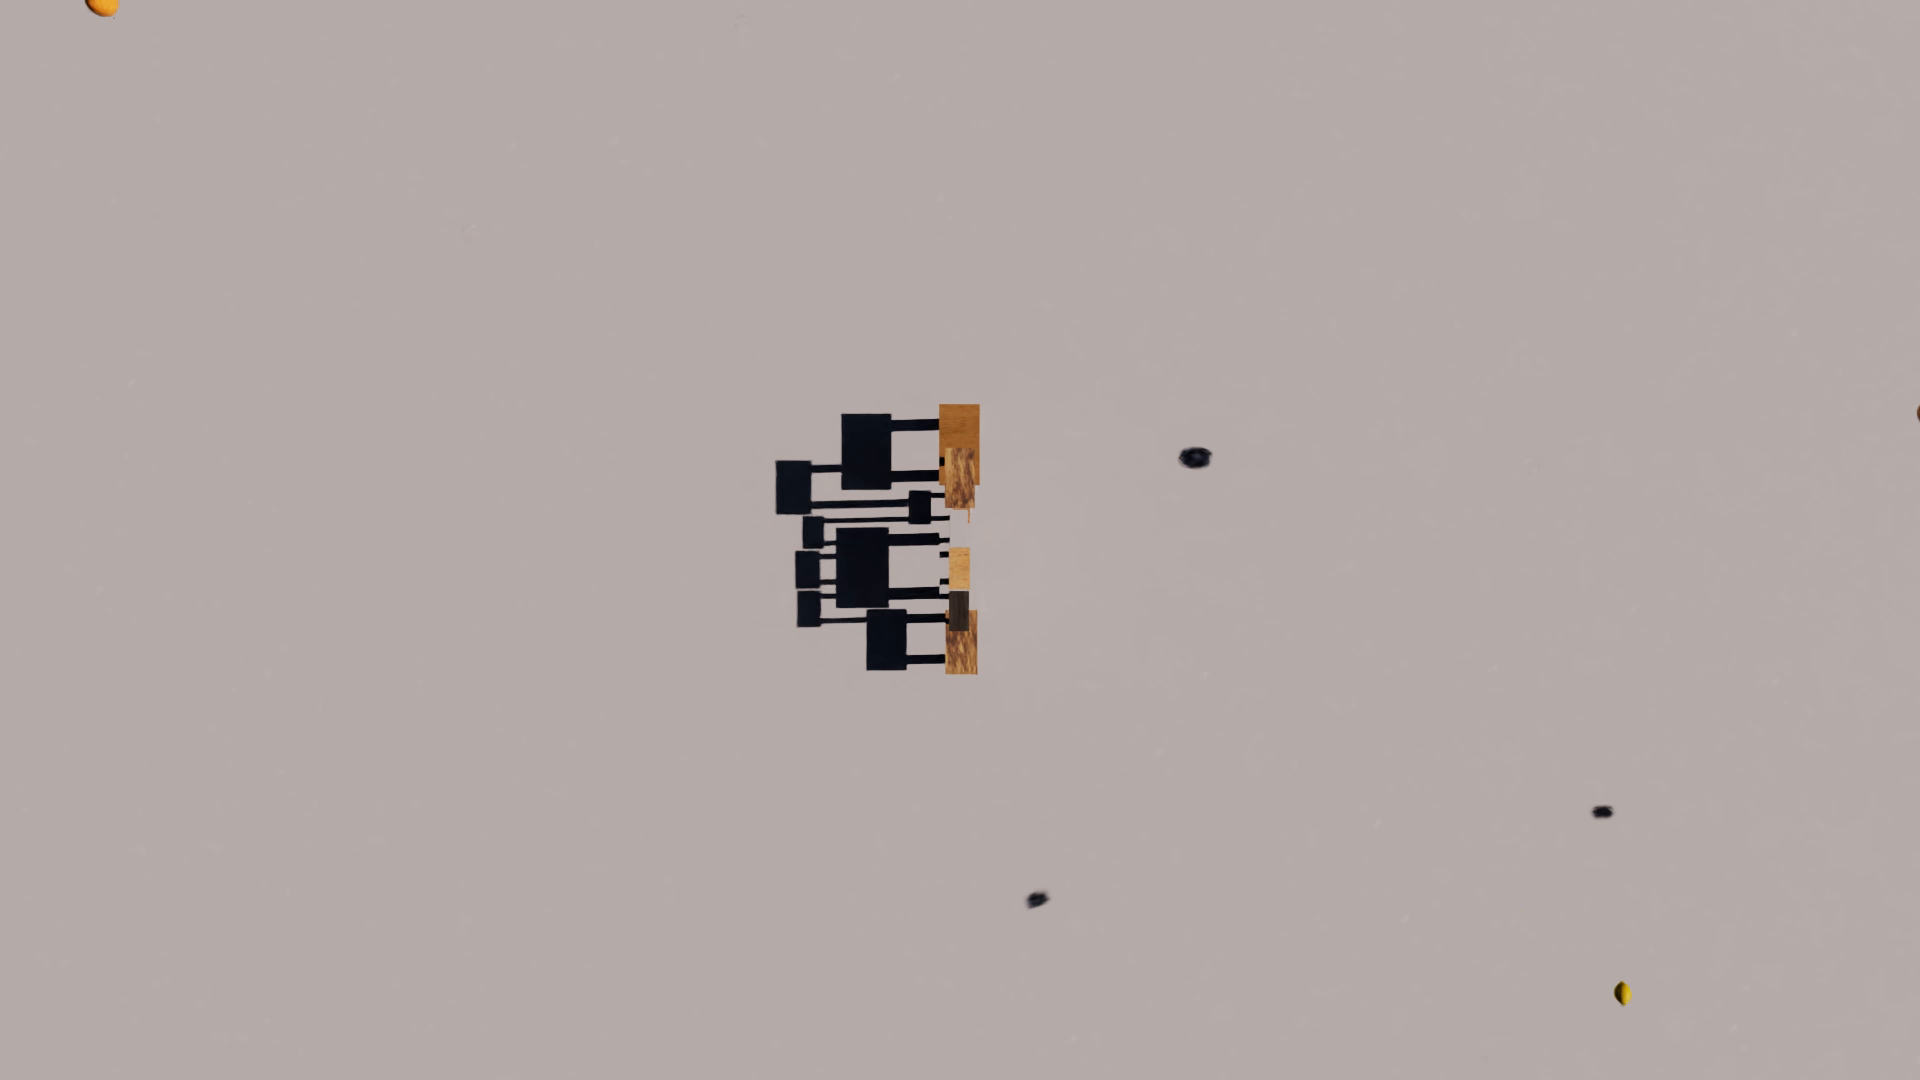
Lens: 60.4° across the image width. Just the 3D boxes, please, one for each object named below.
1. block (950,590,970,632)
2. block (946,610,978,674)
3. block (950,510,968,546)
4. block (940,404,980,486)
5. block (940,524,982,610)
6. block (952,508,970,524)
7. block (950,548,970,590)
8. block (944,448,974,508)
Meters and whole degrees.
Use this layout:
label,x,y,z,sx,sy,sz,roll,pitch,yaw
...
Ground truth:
label,x,y,z,sx,sy,sz,roll,pitch,yaw
block,-0.003,0.218,5.061,0.062,0.017,0.123,0,90,0
block,0.005,0.327,5.280,0.103,0.029,0.205,0,90,0
block,-0.004,-0.037,5.074,0.055,0.016,0.111,0,90,0
block,-0.002,-0.302,5.227,0.127,0.036,0.255,0,90,0
block,0.003,0.084,5.212,0.135,0.038,0.269,0,90,0
block,0.005,-0.112,5.378,0.057,0.016,0.114,0,90,0
block,-0.002,0.087,5.056,0.064,0.018,0.128,0,90,0
block,-0.001,-0.188,5.015,0.091,0.026,0.182,0,90,0
